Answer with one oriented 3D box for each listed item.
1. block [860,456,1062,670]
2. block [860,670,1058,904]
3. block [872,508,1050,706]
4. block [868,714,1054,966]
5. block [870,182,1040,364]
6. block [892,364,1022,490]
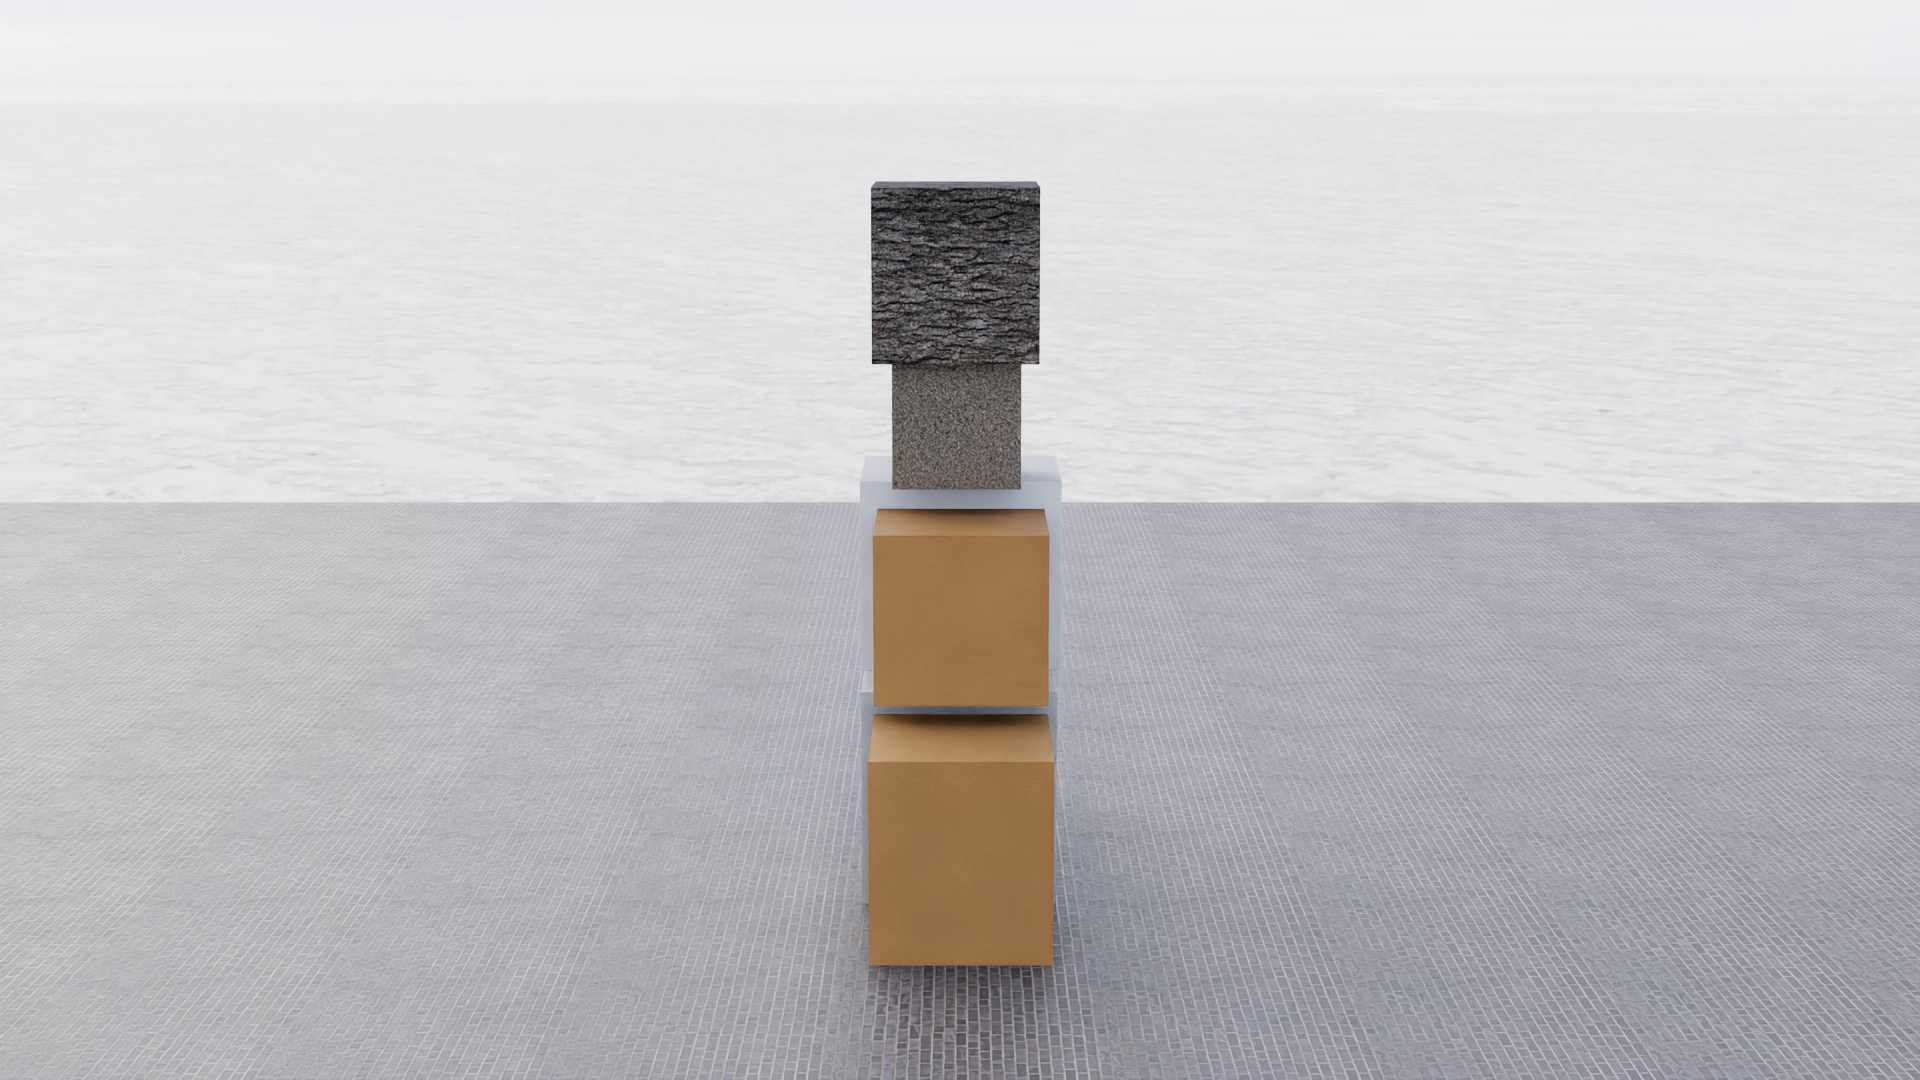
[{"bbox_3d":[0.003,0.089,11.536,0.874,0.834,0.755,0,10,0],"label":"block"},{"bbox_3d":[-0.004,1.020,11.348,0.830,0.932,0.887,0,10,0],"label":"block"},{"bbox_3d":[0.004,0.275,10.842,0.720,0.715,0.659,0,10,0],"label":"block"},{"bbox_3d":[0.004,1.216,10.534,0.733,0.838,0.766,0,10,0],"label":"block"},{"bbox_3d":[-0.018,-1.151,10.971,0.701,0.733,0.638,0,10,0],"label":"block"},{"bbox_3d":[-0.014,-0.526,11.085,0.545,0.538,0.534,0,10,0],"label":"block"}]
